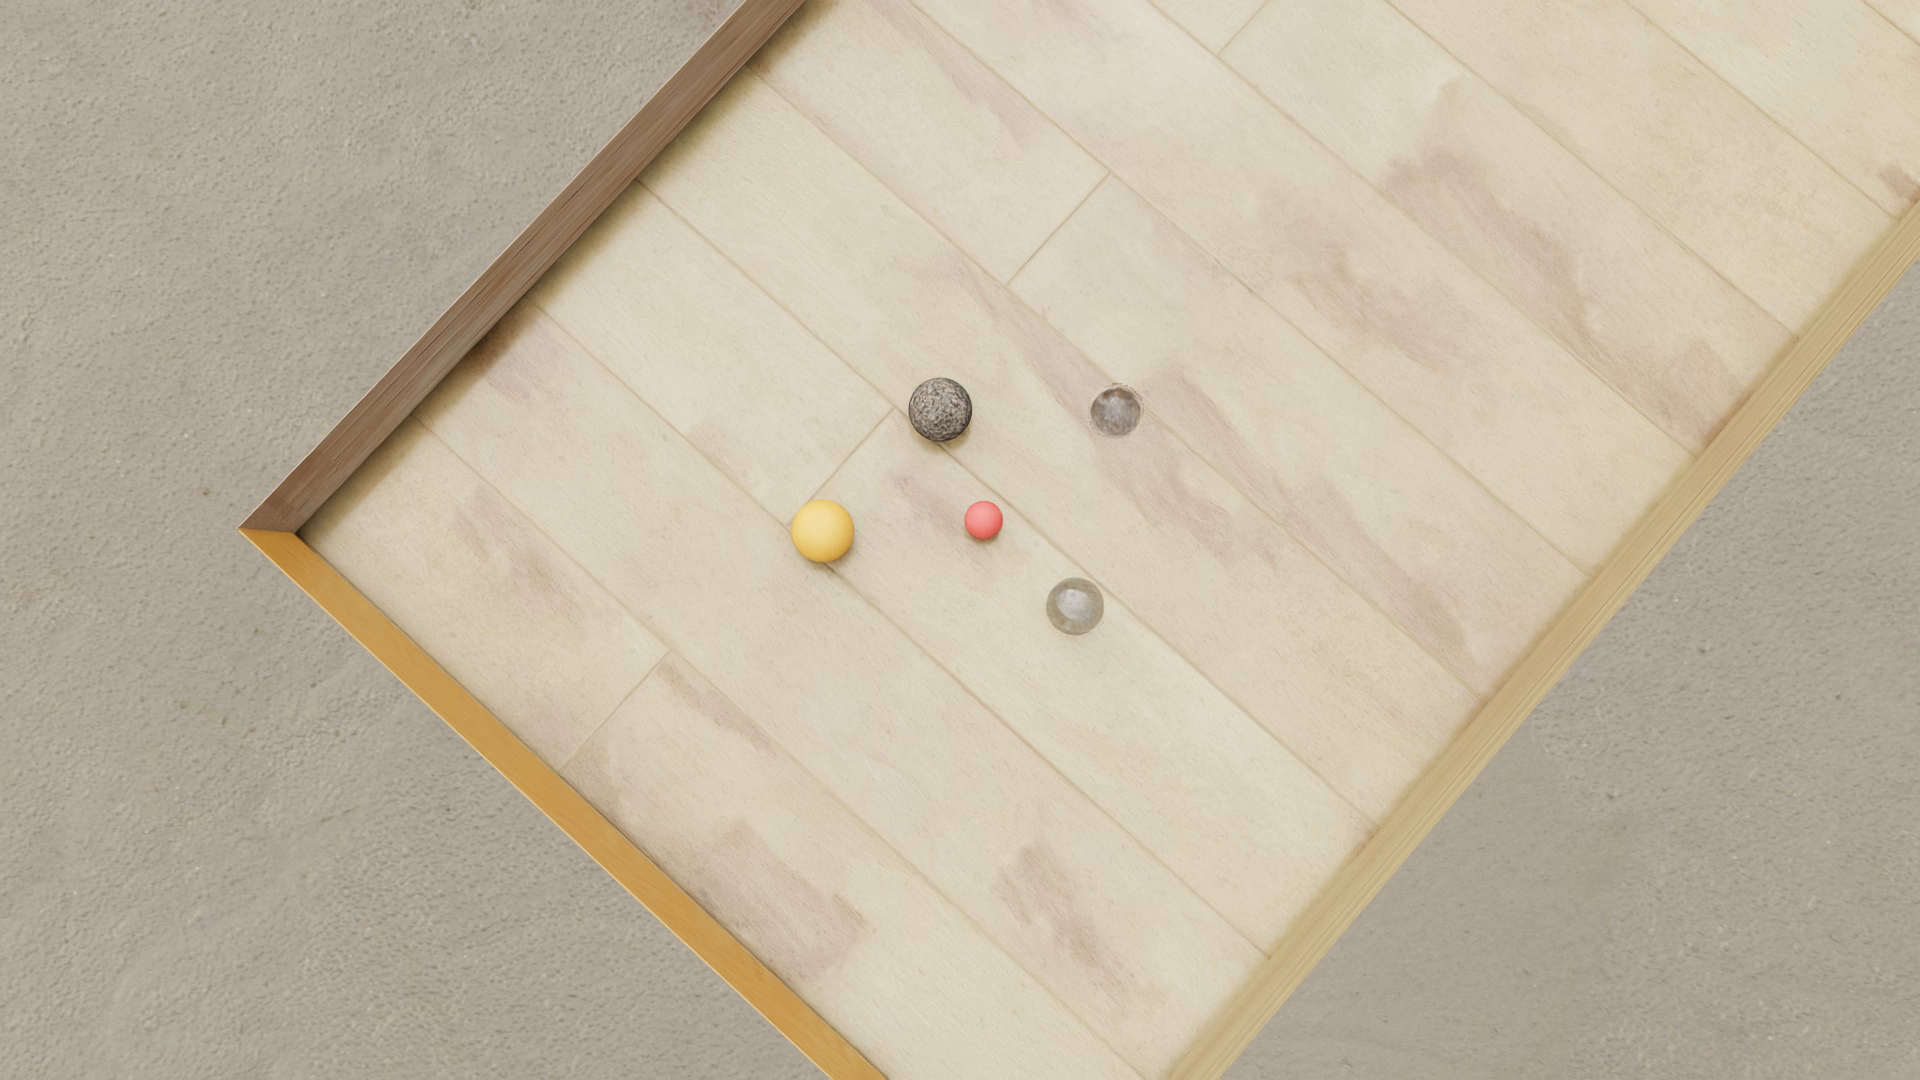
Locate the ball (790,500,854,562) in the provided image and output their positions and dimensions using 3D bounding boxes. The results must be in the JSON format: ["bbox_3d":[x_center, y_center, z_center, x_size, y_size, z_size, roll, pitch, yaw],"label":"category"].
[{"bbox_3d":[-0.204,-0.014,3.269,0.094,0.094,0.094,0,80,0],"label":"ball"}]

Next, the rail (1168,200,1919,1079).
[{"bbox_3d":[1.033,-0.016,3.253,0.045,0.125,2.792,41,83,6],"label":"rail"}]

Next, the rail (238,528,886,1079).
[{"bbox_3d":[-0.449,0.492,3.167,1.571,0.125,0.045,41,83,6],"label":"rail"}]

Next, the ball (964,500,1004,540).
[{"bbox_3d":[0.035,-0.030,3.290,0.058,0.058,0.058,0,80,0],"label":"ball"}]

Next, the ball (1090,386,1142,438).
[{"bbox_3d":[0.235,-0.193,3.308,0.077,0.077,0.077,0,80,0],"label":"ball"}]

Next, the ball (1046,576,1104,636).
[{"bbox_3d":[0.170,0.098,3.254,0.088,0.088,0.088,0,80,0],"label":"ball"}]

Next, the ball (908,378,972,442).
[{"bbox_3d":[-0.029,-0.196,3.299,0.096,0.096,0.096,0,80,0],"label":"ball"}]

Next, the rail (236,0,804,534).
[{"bbox_3d":[-0.103,-1.017,3.422,0.045,0.125,2.792,41,83,6],"label":"rail"}]
